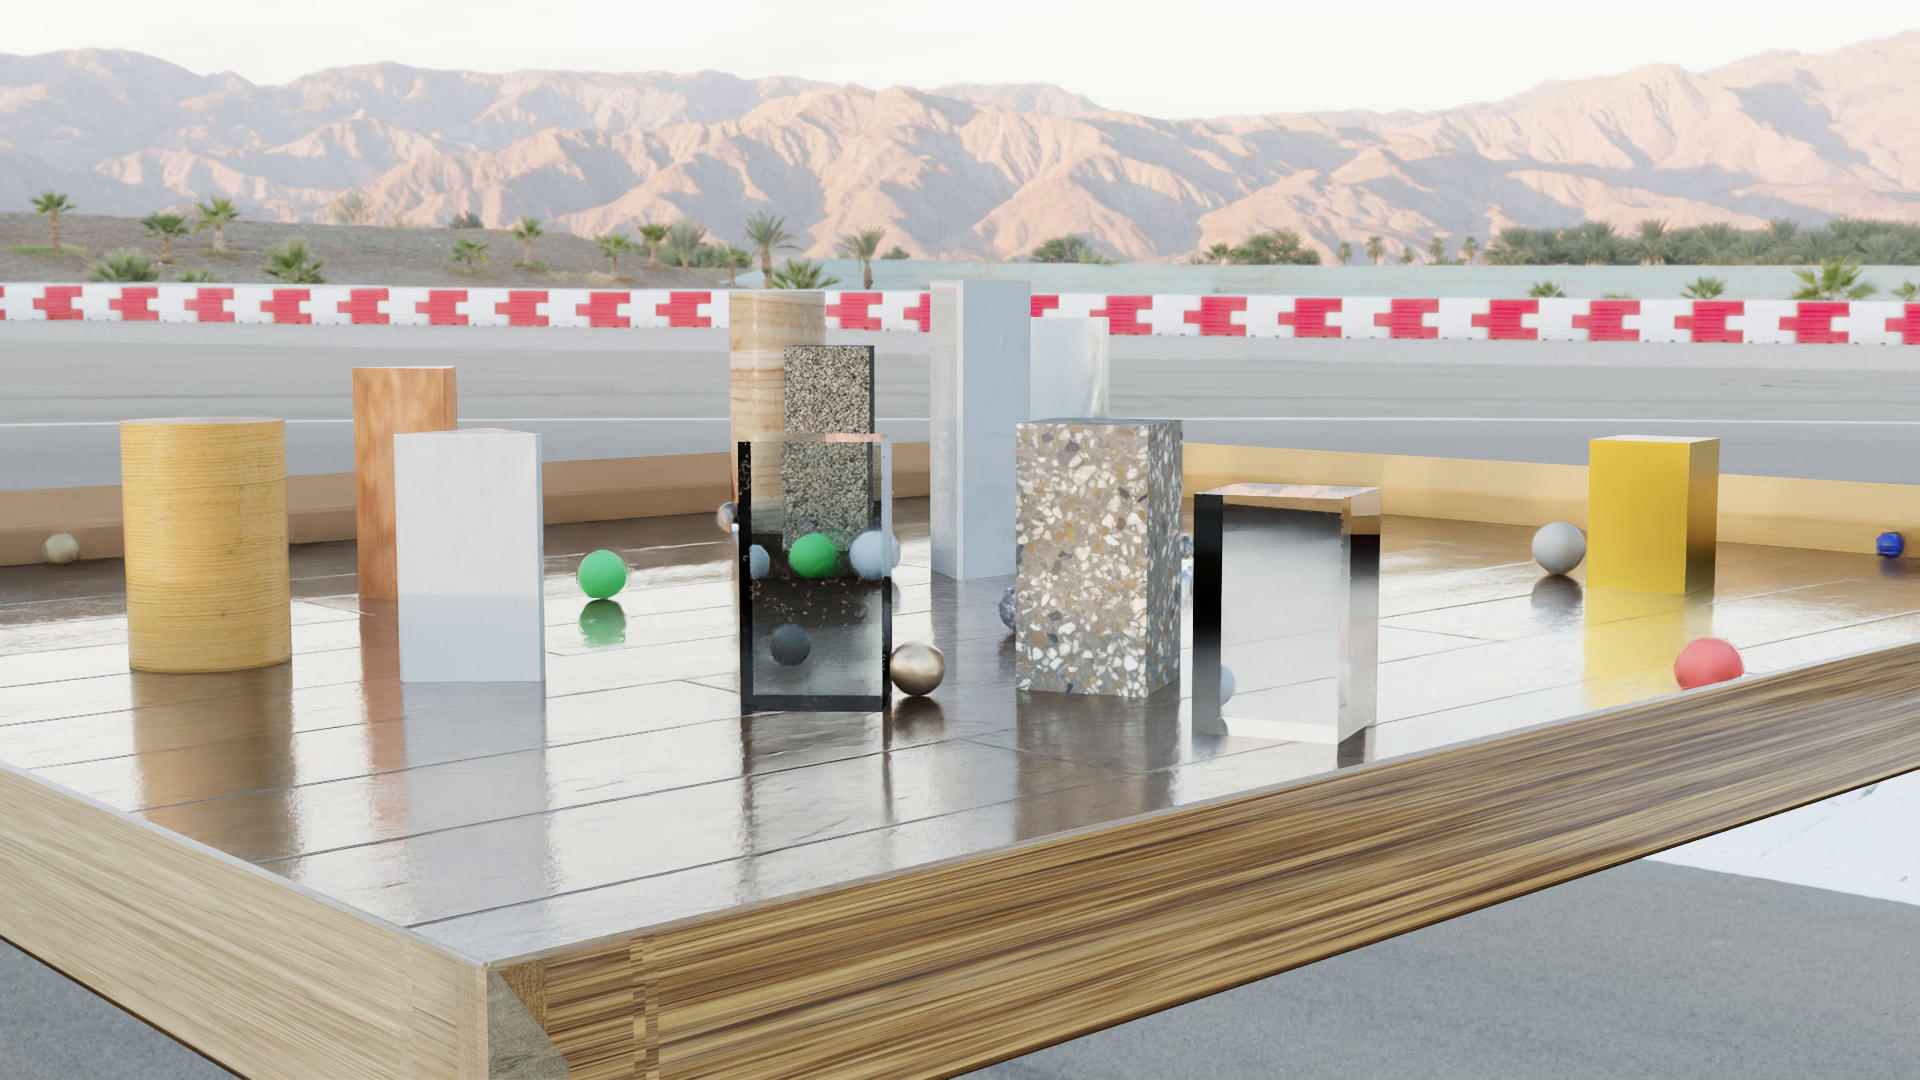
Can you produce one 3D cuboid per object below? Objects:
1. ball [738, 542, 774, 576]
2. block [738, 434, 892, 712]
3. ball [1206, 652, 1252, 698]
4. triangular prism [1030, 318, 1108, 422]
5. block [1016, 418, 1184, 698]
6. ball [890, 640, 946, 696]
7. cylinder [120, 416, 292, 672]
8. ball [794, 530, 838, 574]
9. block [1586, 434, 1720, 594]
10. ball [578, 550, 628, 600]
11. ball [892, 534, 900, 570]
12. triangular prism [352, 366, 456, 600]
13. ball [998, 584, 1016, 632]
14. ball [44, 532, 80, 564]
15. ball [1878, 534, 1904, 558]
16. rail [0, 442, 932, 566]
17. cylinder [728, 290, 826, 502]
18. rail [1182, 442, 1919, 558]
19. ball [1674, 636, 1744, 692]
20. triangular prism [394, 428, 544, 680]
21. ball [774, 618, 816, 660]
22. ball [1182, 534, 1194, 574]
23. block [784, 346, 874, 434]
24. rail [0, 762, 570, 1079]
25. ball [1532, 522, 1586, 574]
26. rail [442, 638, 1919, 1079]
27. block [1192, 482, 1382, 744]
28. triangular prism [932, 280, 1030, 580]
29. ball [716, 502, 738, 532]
[{"bbox_3d":[-0.342,0.032,3.695,0.059,0.059,0.059,0,6,0],"label":"ball"},{"bbox_3d":[-0.163,0.033,2.513,0.159,0.301,0.159,0,6,2],"label":"block"},{"bbox_3d":[0.310,0.156,2.530,0.053,0.053,0.053,0,6,0],"label":"ball"},{"bbox_3d":[0.251,-0.223,4.341,0.172,0.432,0.149,4,7,35],"label":"triangular prism"},{"bbox_3d":[0.168,0.015,2.626,0.159,0.314,0.159,2,6,20],"label":"block"},{"bbox_3d":[-0.049,0.148,2.549,0.066,0.066,0.066,0,6,0],"label":"ball"},{"bbox_3d":[-0.957,0.001,2.796,0.198,0.306,0.198,0,6,0],"label":"cylinder"},{"bbox_3d":[-0.244,0.022,3.716,0.075,0.075,0.075,0,6,0],"label":"ball"},{"bbox_3d":[1.121,-0.044,3.557,0.159,0.239,0.159,4,7,35],"label":"block"},{"bbox_3d":[-0.554,0.053,3.405,0.076,0.076,0.076,0,6,0],"label":"ball"},{"bbox_3d":[-0.140,0.020,3.703,0.081,0.081,0.081,0,6,0],"label":"ball"},{"bbox_3d":[-0.832,-0.093,3.453,0.172,0.357,0.149,2,6,20],"label":"triangular prism"},{"bbox_3d":[0.087,0.094,3.054,0.067,0.067,0.067,0,6,0],"label":"ball"},{"bbox_3d":[-1.578,0.015,3.862,0.058,0.058,0.058,0,6,0],"label":"ball"},{"bbox_3d":[1.680,0.010,3.968,0.045,0.045,0.045,0,6,0],"label":"ball"},{"bbox_3d":[-1.014,-0.080,4.424,3.424,0.129,0.045,-5,8,-42],"label":"rail"},{"bbox_3d":[-0.374,-0.268,4.519,0.198,0.484,0.198,0,6,0],"label":"cylinder"},{"bbox_3d":[1.241,-0.085,4.471,0.045,0.129,3.037,-5,8,-42],"label":"rail"},{"bbox_3d":[0.854,0.147,2.510,0.075,0.075,0.075,0,6,0],"label":"ball"},{"bbox_3d":[-0.591,0.014,2.714,0.172,0.297,0.149,0,6,-2],"label":"triangular prism"},{"bbox_3d":[-0.212,0.126,2.818,0.053,0.053,0.053,0,6,0],"label":"ball"},{"bbox_3d":[0.380,0.024,3.738,0.066,0.066,0.066,0,6,0],"label":"ball"},{"bbox_3d":[-0.247,-0.182,4.205,0.159,0.378,0.159,0,6,1],"label":"block"},{"bbox_3d":[-1.241,0.152,2.193,0.045,0.129,3.037,-5,8,-42],"label":"rail"},{"bbox_3d":[1.016,0.013,3.731,0.088,0.088,0.088,0,6,0],"label":"ball"},{"bbox_3d":[1.014,0.147,2.239,3.424,0.129,0.045,-5,8,-42],"label":"rail"},{"bbox_3d":[0.351,0.073,2.357,0.159,0.254,0.159,3,7,25],"label":"block"},{"bbox_3d":[0.006,-0.191,3.734,0.149,0.495,0.172,6,8,44],"label":"triangular prism"},{"bbox_3d":[-0.458,-0.045,4.418,0.062,0.062,0.062,0,6,0],"label":"ball"}]
